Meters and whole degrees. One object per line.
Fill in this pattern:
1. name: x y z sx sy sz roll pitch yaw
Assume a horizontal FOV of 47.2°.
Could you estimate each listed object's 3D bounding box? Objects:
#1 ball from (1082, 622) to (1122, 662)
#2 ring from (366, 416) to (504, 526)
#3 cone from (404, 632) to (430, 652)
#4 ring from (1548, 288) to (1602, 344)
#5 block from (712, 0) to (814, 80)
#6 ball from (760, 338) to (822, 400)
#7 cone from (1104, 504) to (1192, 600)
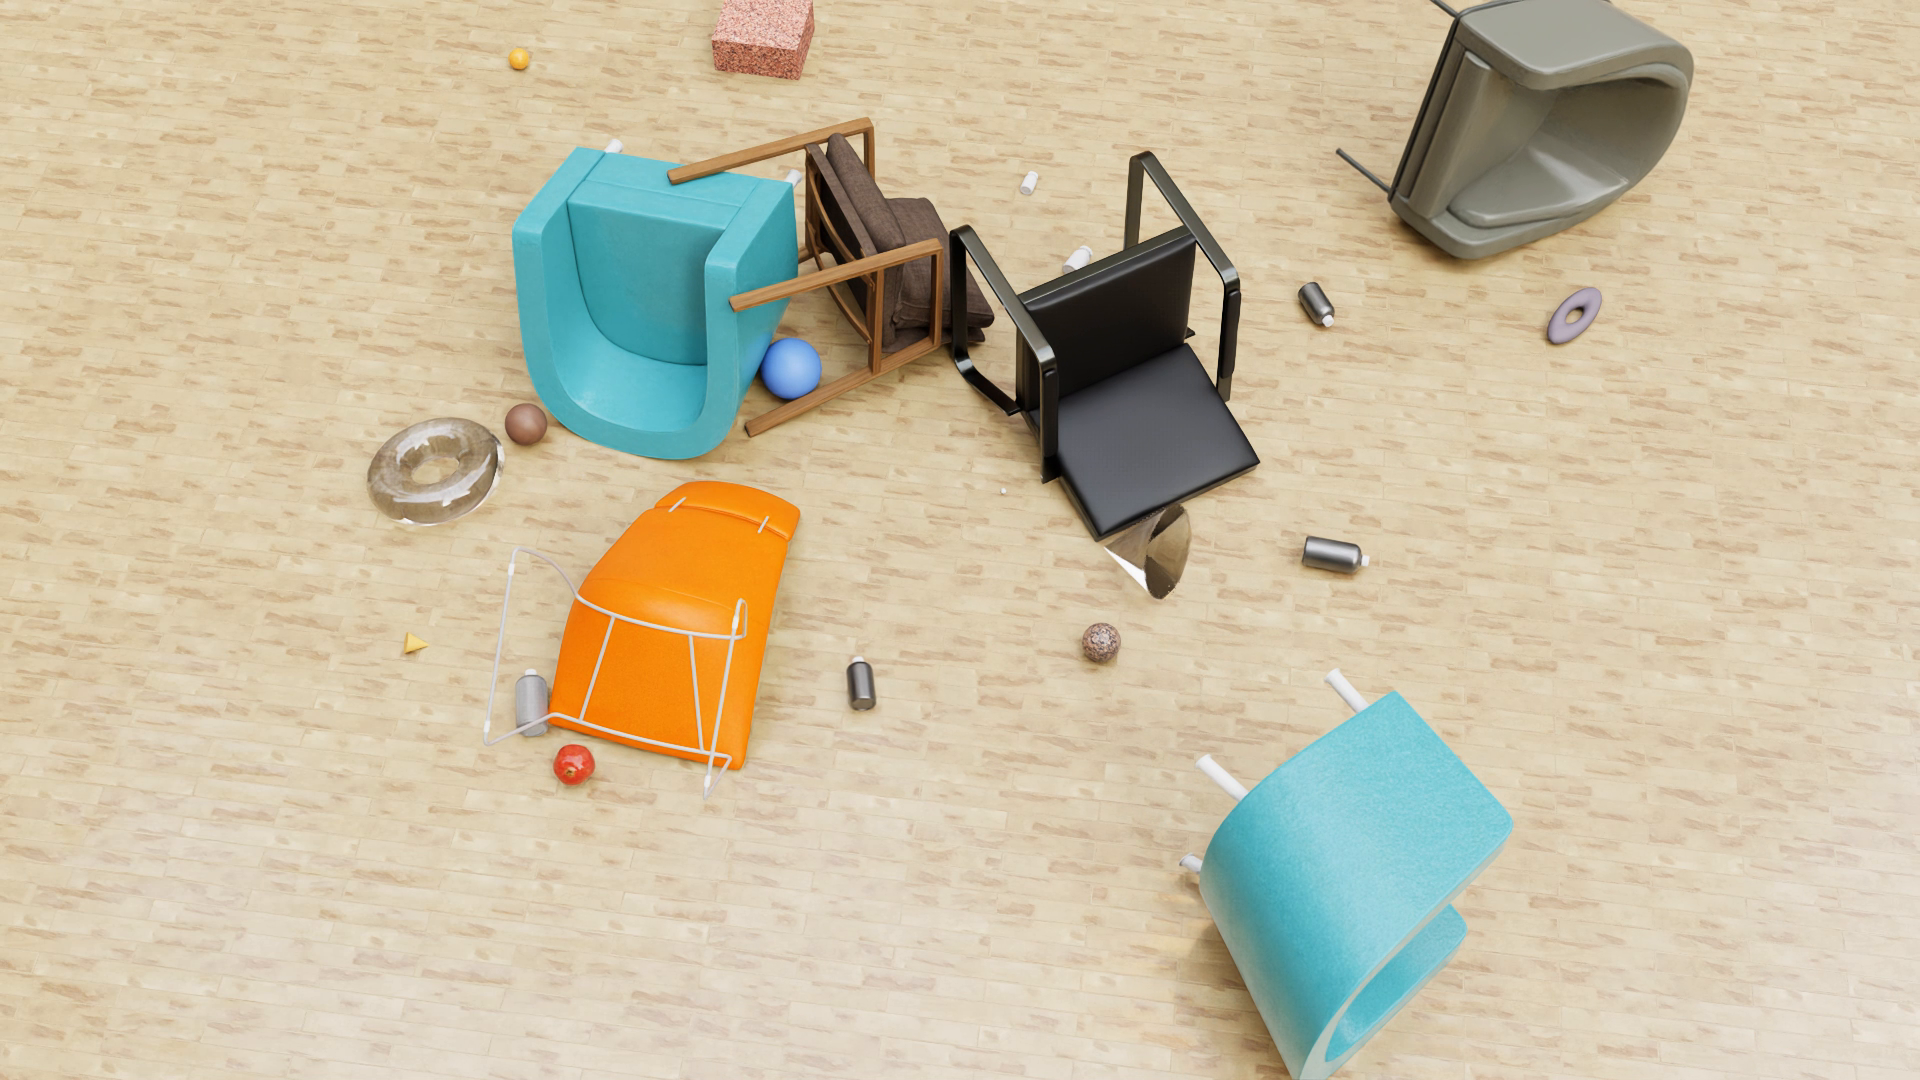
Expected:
1. ball: 0.406 0.293 6.309 0.113 0.113 0.113 0 56 0
2. ring: -1.583 -0.209 6.640 0.424 0.126 0.364 -24 59 -14
3. cone: -1.566 0.300 6.356 0.070 0.061 0.060 8 13 -23
4. ring: 1.964 -0.717 7.026 0.114 0.050 0.280 35 62 20
5. block: -0.684 -1.764 7.672 0.301 0.142 0.258 8 57 5
6. ball: -0.524 -0.532 6.815 0.192 0.192 0.192 0 56 0
7. cone: 0.518 0.028 6.495 0.224 0.223 0.312 4 52 35
